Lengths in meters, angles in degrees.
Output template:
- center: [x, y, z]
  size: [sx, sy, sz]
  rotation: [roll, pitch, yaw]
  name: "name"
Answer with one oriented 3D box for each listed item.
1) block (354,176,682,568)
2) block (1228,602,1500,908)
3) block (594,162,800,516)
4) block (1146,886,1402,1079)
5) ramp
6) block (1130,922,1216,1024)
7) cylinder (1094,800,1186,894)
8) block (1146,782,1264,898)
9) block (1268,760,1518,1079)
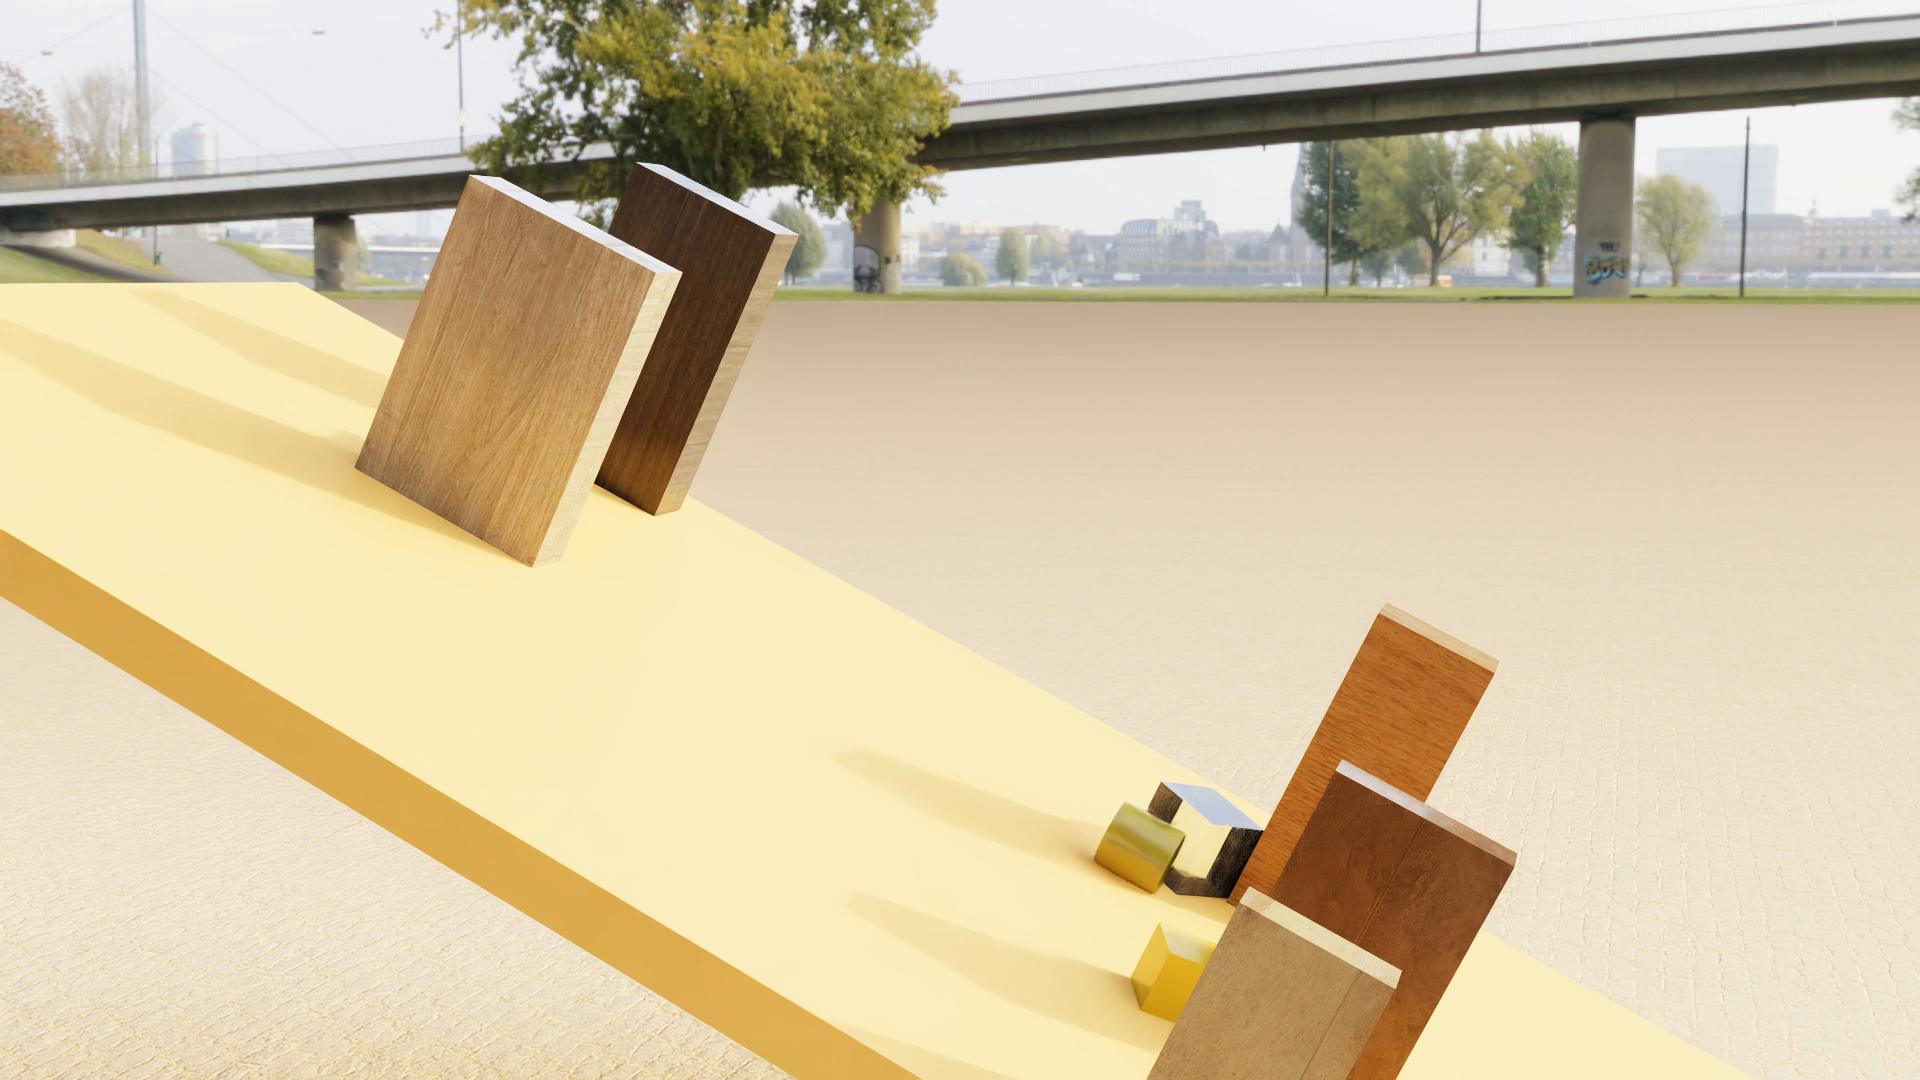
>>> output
- center: [-0.880, -0.334, 4.360]
  size: [0.435, 0.641, 0.122]
  rotation: [28, 14, 12]
  name: "block"
- center: [0.778, 0.469, 4.256]
  size: [0.240, 0.648, 0.141]
  rotation: [28, 14, 12]
  name: "block"
- center: [-0.689, -0.457, 5.026]
  size: [0.371, 0.705, 0.141]
  rotation: [28, 14, 12]
  name: "block"
- center: [0.426, 0.737, 3.149]
  size: [0.243, 0.404, 0.084]
  rotation: [28, 14, 12]
  name: "block"
- center: [-0.255, 0.433, 4.166]
  size: [4.000, 0.100, 2.000]
  rotation: [28, 14, 12]
  name: "ramp"
- center: [0.369, 0.732, 3.685]
  size: [0.114, 0.114, 0.114]
  rotation: [23, 14, -10]
  name: "block"
- center: [0.342, 0.582, 4.170]
  size: [0.130, 0.130, 0.130]
  rotation: [28, 14, 13]
  name: "cylinder"
- center: [0.460, 0.587, 4.300]
  size: [0.158, 0.158, 0.158]
  rotation: [12, 19, -43]
  name: "block"
- center: [0.652, 0.662, 3.621]
  size: [0.317, 0.503, 0.086]
  rotation: [28, 14, 12]
  name: "block"
